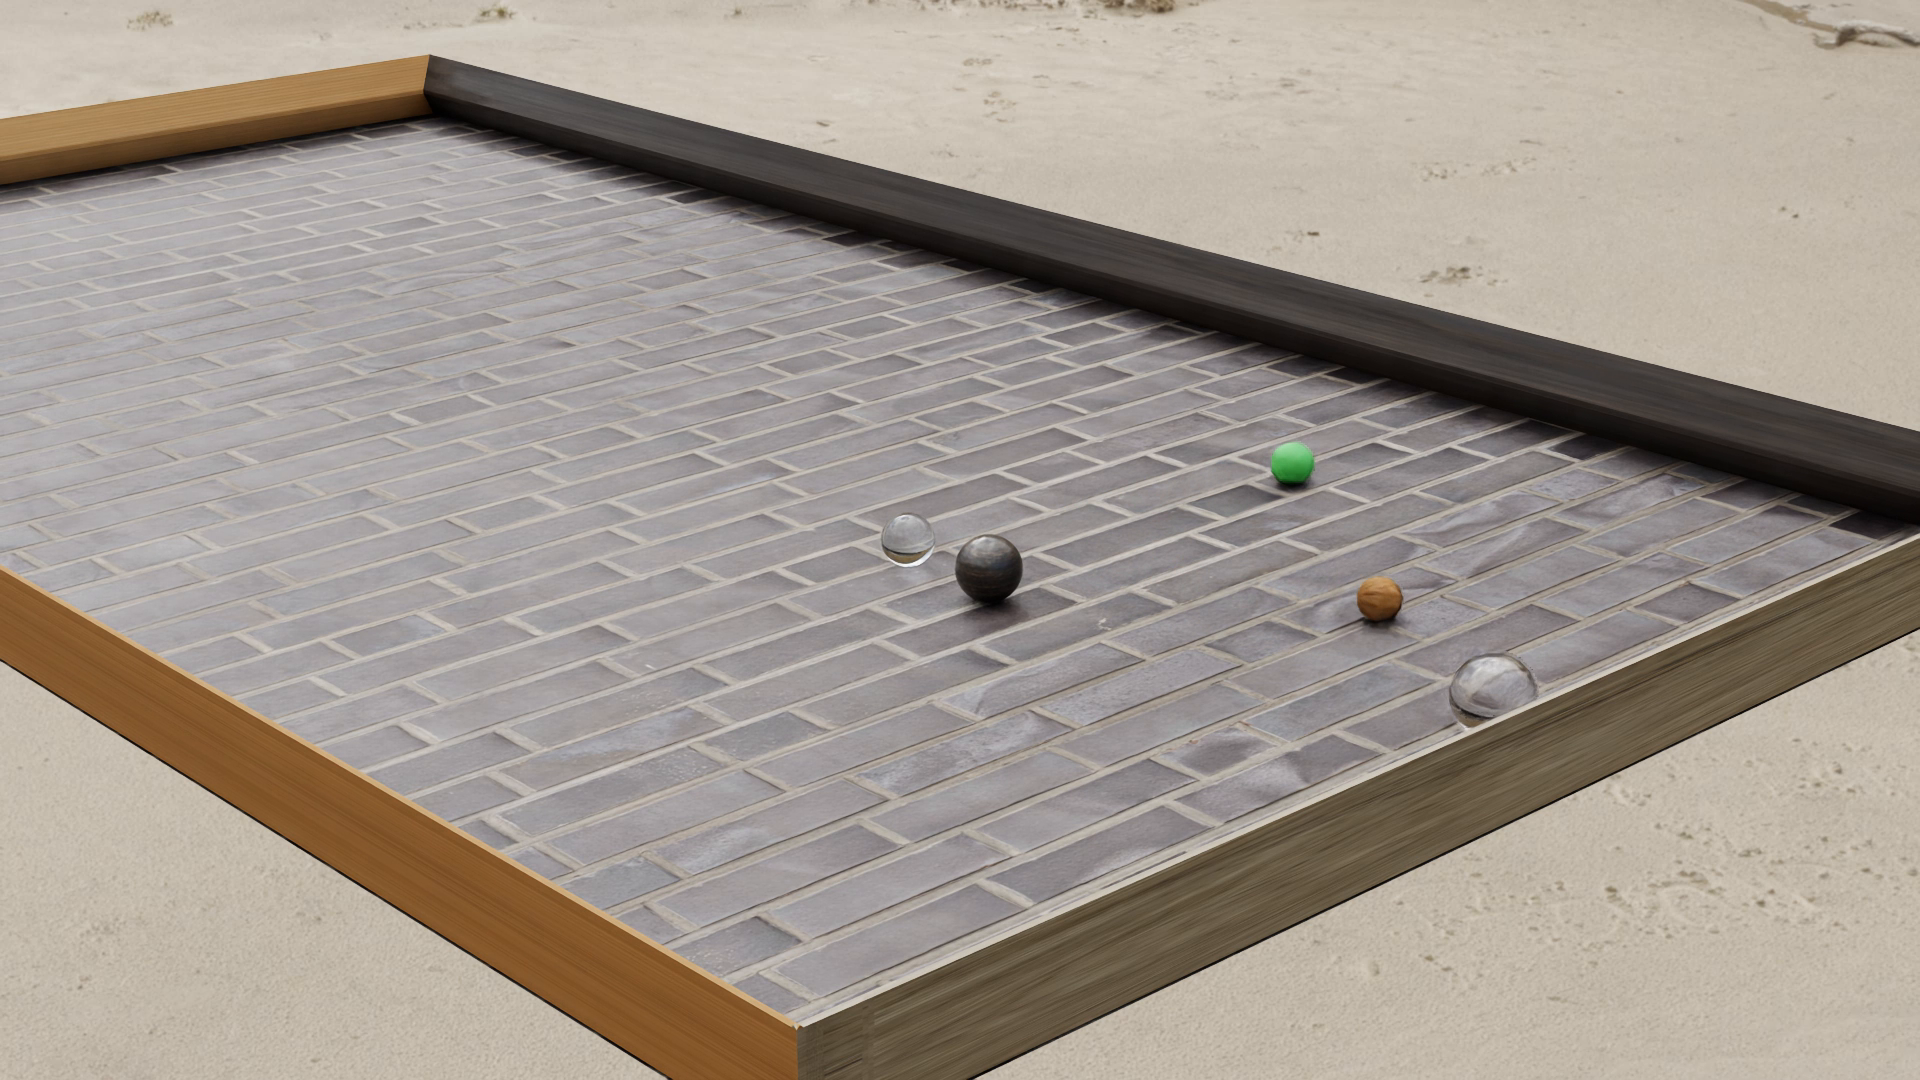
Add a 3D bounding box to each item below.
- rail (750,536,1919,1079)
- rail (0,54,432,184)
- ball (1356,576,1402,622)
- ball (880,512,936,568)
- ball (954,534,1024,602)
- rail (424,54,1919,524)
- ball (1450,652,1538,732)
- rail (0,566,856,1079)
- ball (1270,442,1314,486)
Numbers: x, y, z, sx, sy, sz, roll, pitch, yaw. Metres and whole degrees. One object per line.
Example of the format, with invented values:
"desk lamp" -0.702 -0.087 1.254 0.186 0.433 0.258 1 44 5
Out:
"rail" 0.456 0.152 2.301 1.549 0.093 0.045 -18 26 -39
"rail" -1.400 -0.545 4.200 1.549 0.093 0.045 -18 26 -39
"ball" 0.378 0.053 2.649 0.041 0.041 0.041 0 20 0
"ball" -0.049 0.000 2.779 0.052 0.052 0.052 0 20 0
"ball" 0.026 0.026 2.691 0.063 0.063 0.063 0 20 0
"rail" 0.081 -0.371 3.727 0.045 0.093 2.792 -18 26 -39
"ball" 0.436 0.128 2.401 0.072 0.072 0.072 0 20 0
"rail" -1.025 -0.022 2.774 0.045 0.093 2.792 -18 26 -39
"ball" 0.339 -0.078 3.002 0.043 0.043 0.043 0 20 0
